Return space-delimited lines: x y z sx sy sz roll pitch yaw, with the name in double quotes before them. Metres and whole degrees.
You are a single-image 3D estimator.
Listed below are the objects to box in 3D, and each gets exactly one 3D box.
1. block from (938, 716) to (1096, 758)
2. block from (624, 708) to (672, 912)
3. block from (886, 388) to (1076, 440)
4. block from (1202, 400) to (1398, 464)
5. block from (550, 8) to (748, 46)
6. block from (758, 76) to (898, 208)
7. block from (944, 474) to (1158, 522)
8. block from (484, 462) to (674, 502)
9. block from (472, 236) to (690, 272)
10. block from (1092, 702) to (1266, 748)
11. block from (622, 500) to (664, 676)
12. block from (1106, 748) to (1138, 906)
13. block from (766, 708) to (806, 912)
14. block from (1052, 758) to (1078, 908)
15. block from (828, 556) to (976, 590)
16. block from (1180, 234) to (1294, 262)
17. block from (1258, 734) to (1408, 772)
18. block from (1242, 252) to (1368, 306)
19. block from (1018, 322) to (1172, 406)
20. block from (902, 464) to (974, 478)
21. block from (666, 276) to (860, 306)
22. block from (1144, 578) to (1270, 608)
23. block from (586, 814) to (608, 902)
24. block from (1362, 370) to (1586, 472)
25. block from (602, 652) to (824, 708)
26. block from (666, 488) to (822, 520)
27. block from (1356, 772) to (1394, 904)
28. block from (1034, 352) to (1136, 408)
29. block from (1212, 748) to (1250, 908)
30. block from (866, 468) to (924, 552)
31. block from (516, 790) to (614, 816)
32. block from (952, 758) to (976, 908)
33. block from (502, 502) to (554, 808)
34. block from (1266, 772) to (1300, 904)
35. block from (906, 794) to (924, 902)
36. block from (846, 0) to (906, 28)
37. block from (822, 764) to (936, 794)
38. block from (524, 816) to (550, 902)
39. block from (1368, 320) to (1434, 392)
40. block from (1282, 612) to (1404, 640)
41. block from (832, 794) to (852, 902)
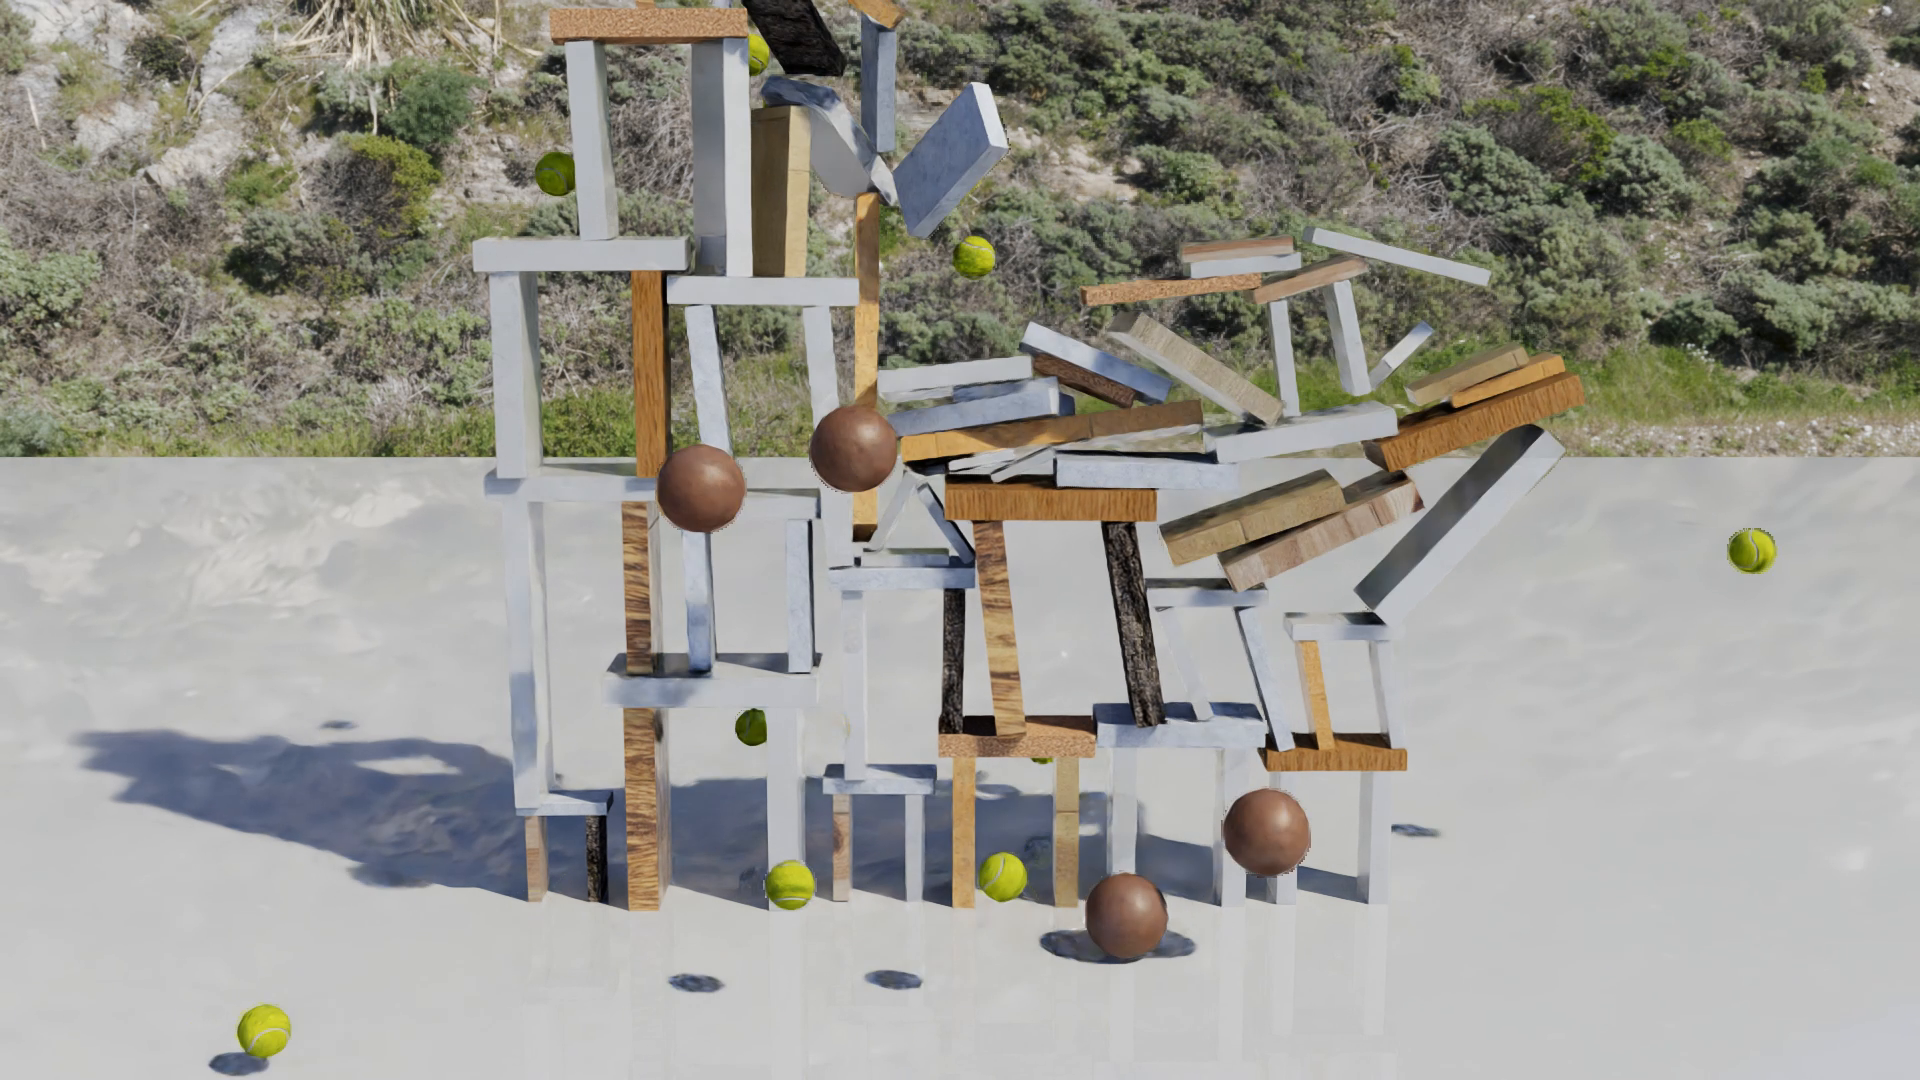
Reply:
"block" 0.092 0.322 3.616 0.255 0.036 0.127 0 11 0
"block" -0.516 0.421 3.640 0.049 0.343 0.171 0 11 0
"block" 0.036 -0.200 3.584 0.278 0.039 0.139 -8 -4 19
"block" 0.544 -0.174 3.533 0.288 0.041 0.144 -9 10 -1
"block" -0.485 -0.801 3.433 0.300 0.042 0.150 -2 8 -8
"block" -0.210 -0.652 3.607 0.133 0.038 0.266 19 -18 34
"block" 0.143 -0.069 3.542 0.334 0.047 0.167 0 11 0
"block" -0.613 -0.094 3.549 0.283 0.040 0.141 0 10 -1
"block" -0.593 -0.453 3.474 0.324 0.046 0.162 -1 10 -4
"block" 0.358 0.304 3.619 0.271 0.038 0.135 0 11 0
"block" -0.515 0.065 3.576 0.040 0.283 0.141 0 11 0
"block" 0.268 0.456 3.647 0.038 0.271 0.135 0 11 0
"block" -0.287 0.421 3.640 0.049 0.343 0.171 0 11 0
"block" 0.174 0.465 3.643 0.036 0.255 0.127 0 11 0
"block" -0.094 0.053 3.574 0.236 0.033 0.118 -1 9 -1
"block" 0.437 -0.462 3.486 0.174 0.025 0.087 -4 11 3
"block" 0.613 0.350 3.628 0.228 0.032 0.114 0 11 0
"block" 0.549 -0.416 3.504 0.184 0.026 0.092 -17 11 -2
"block" 0.216 -0.281 3.547 0.247 0.035 0.123 23 -2 -1
"block" -0.035 -0.115 3.615 0.106 0.015 0.053 -9 1 26
"block" -0.316 -0.400 3.524 0.302 0.043 0.151 0 7 -6
"block" 0.397 0.085 3.568 0.194 0.028 0.097 0 11 0
"block" -0.603 0.518 3.651 0.021 0.148 0.074 0 11 0
"block" 0.817 -0.196 3.523 0.327 0.046 0.163 -20 10 1
"block" -0.402 0.229 3.604 0.343 0.049 0.171 0 11 0
"block" -0.348 -0.059 3.563 0.246 0.035 0.123 0 8 -3
"block" 0.689 0.477 3.652 0.032 0.228 0.114 0 11 0
"block" 0.201 -0.255 3.553 0.167 0.024 0.084 22 -2 5
"block" 0.448 0.456 3.647 0.038 0.271 0.135 0 11 0
"block" -0.104 -0.049 3.563 0.020 0.140 0.070 29 12 4
"block" -0.653 0.434 3.637 0.148 0.021 0.074 0 10 0
"block" 0.006 0.465 3.642 0.036 0.255 0.127 0 11 0
"block" -0.705 0.174 3.597 0.040 0.505 0.141 -1 10 -1
"block" 0.536 0.477 3.652 0.032 0.228 0.114 0 11 0
"block" -0.075 0.499 3.658 0.026 0.183 0.091 0 10 2
"block" -0.182 -0.857 3.387 0.205 0.029 0.103 32 14 -4
"block" -0.132 0.395 3.642 0.183 0.026 0.091 0 10 2
"block" -0.702 0.518 3.651 0.021 0.149 0.074 0 10 0
"block" 0.721 -0.302 3.623 0.092 0.026 0.184 -44 -5 -5
"block" 0.625 0.141 3.587 0.182 0.026 0.091 0 11 -1
"block" -0.195 0.498 3.659 0.026 0.183 0.091 0 10 1
